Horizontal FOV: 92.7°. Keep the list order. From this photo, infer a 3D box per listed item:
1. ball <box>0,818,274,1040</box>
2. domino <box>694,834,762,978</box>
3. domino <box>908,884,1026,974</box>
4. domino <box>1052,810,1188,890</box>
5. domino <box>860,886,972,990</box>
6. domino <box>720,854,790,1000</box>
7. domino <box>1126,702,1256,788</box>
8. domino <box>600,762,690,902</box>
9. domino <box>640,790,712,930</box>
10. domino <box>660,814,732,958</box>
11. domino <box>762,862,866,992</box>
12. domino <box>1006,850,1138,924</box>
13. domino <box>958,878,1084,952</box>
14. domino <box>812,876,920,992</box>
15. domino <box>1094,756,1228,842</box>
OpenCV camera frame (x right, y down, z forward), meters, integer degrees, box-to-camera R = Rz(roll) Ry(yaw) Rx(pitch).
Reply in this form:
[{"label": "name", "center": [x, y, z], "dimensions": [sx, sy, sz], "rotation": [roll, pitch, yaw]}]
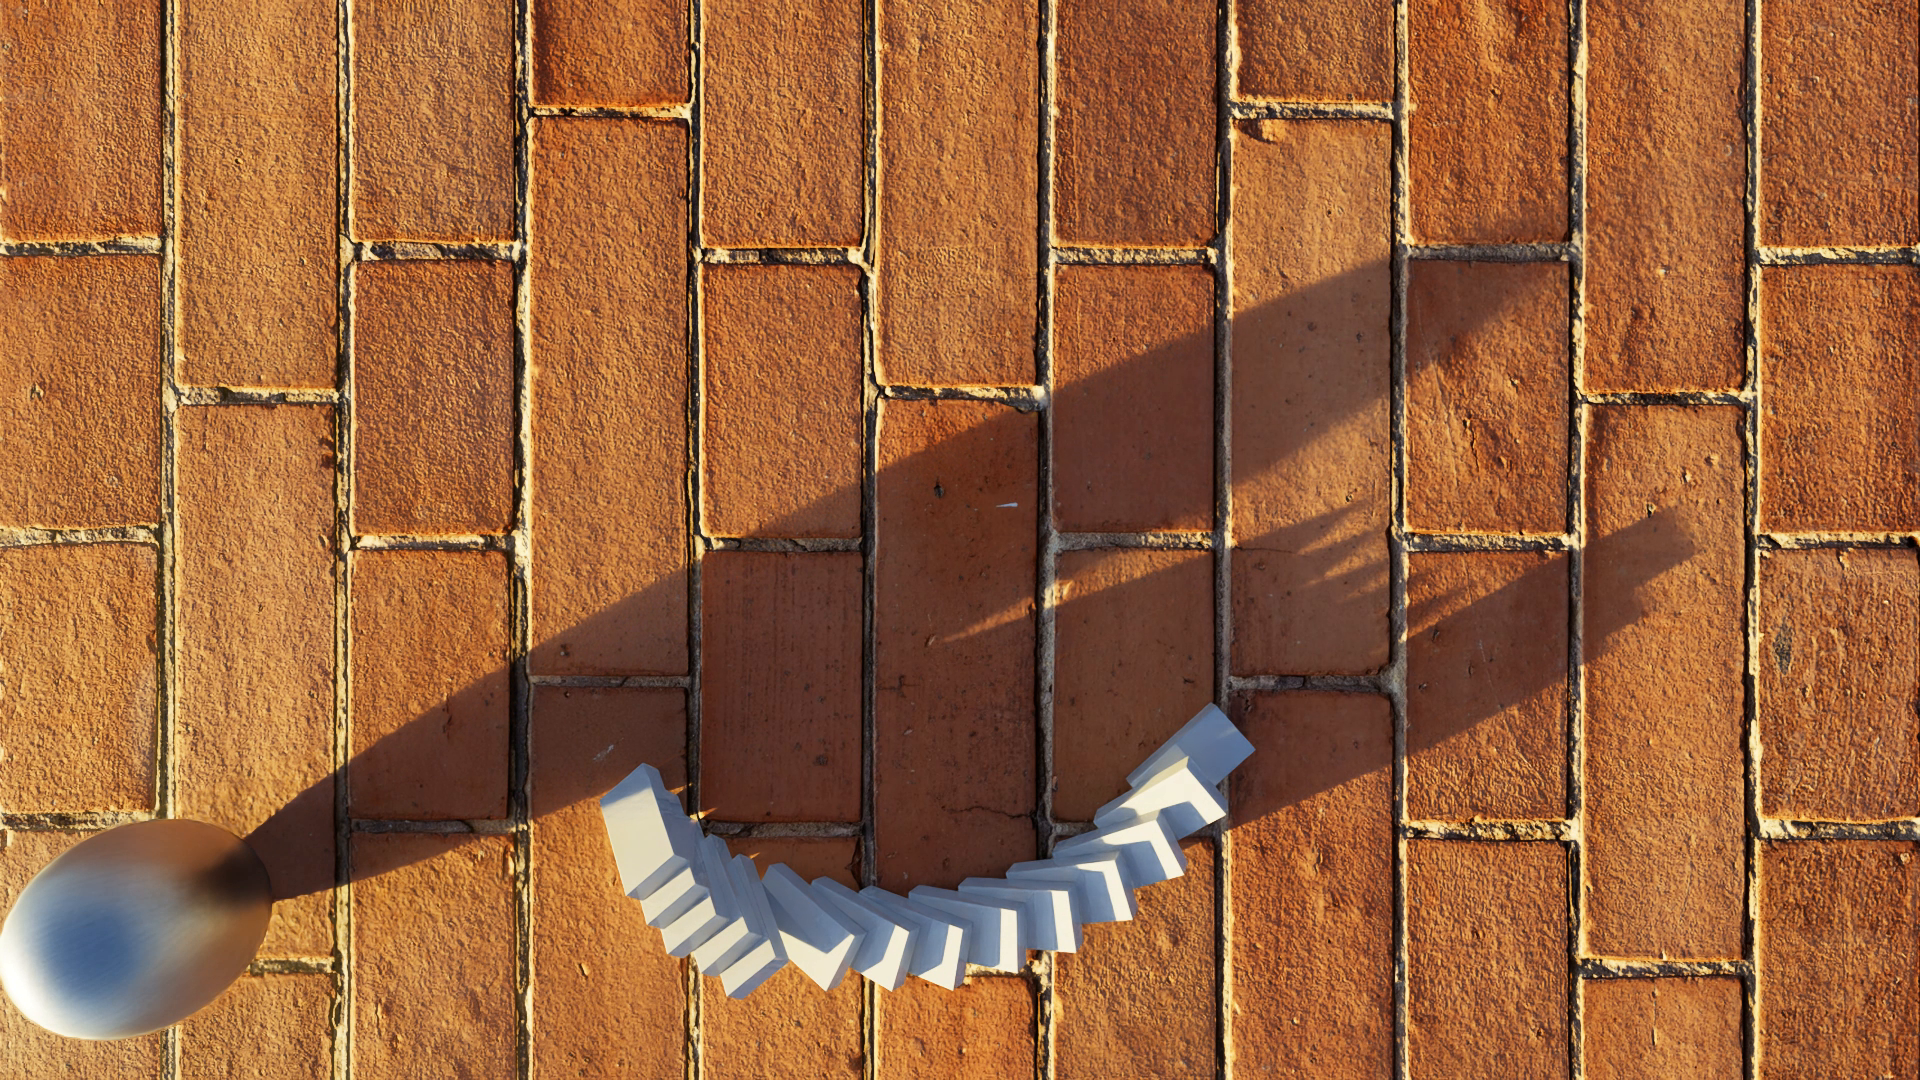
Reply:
[{"label": "ball", "center": [-0.320, 0.151, 0.360], "dimensions": [0.080, 0.080, 0.080], "rotation": [0, 90, 0]}, {"label": "domino", "center": [-0.102, 0.150, 0.379], "dimensions": [0.025, 0.010, 0.050], "rotation": [-41, 47, 0]}, {"label": "domino", "center": [0.003, 0.163, 0.385], "dimensions": [0.050, 0.009, 0.025], "rotation": [-1, 90, 26]}, {"label": "domino", "center": [0.067, 0.133, 0.385], "dimensions": [0.050, 0.009, 0.025], "rotation": [-27, 90, 26]}, {"label": "domino", "center": [-0.021, 0.166, 0.385], "dimensions": [0.050, 0.009, 0.025], "rotation": [9, 90, 27]}, {"label": "domino", "center": [-0.091, 0.159, 0.379], "dimensions": [0.025, 0.010, 0.050], "rotation": [-39, 47, 1]}, {"label": "domino", "center": [0.099, 0.097, 0.395], "dimensions": [0.050, 0.009, 0.025], "rotation": [-42, 90, 0]}, {"label": "domino", "center": [-0.131, 0.120, 0.380], "dimensions": [0.025, 0.009, 0.050], "rotation": [-41, 47, 0]}, {"label": "domino", "center": [-0.123, 0.131, 0.380], "dimensions": [0.025, 0.010, 0.050], "rotation": [-40, 47, 0]}, {"label": "domino", "center": [-0.114, 0.142, 0.379], "dimensions": [0.025, 0.010, 0.050], "rotation": [-39, 47, 1]}, {"label": "domino", "center": [-0.065, 0.161, 0.384], "dimensions": [0.050, 0.010, 0.025], "rotation": [28, 91, 28]}, {"label": "domino", "center": [0.047, 0.147, 0.385], "dimensions": [0.050, 0.009, 0.025], "rotation": [-17, 90, 26]}, {"label": "domino", "center": [0.025, 0.157, 0.385], "dimensions": [0.050, 0.009, 0.025], "rotation": [-8, 90, 26]}, {"label": "domino", "center": [-0.043, 0.164, 0.384], "dimensions": [0.050, 0.010, 0.025], "rotation": [16, 90, 28]}, {"label": "domino", "center": [0.084, 0.114, 0.384], "dimensions": [0.050, 0.009, 0.025], "rotation": [-40, 91, 26]}]
